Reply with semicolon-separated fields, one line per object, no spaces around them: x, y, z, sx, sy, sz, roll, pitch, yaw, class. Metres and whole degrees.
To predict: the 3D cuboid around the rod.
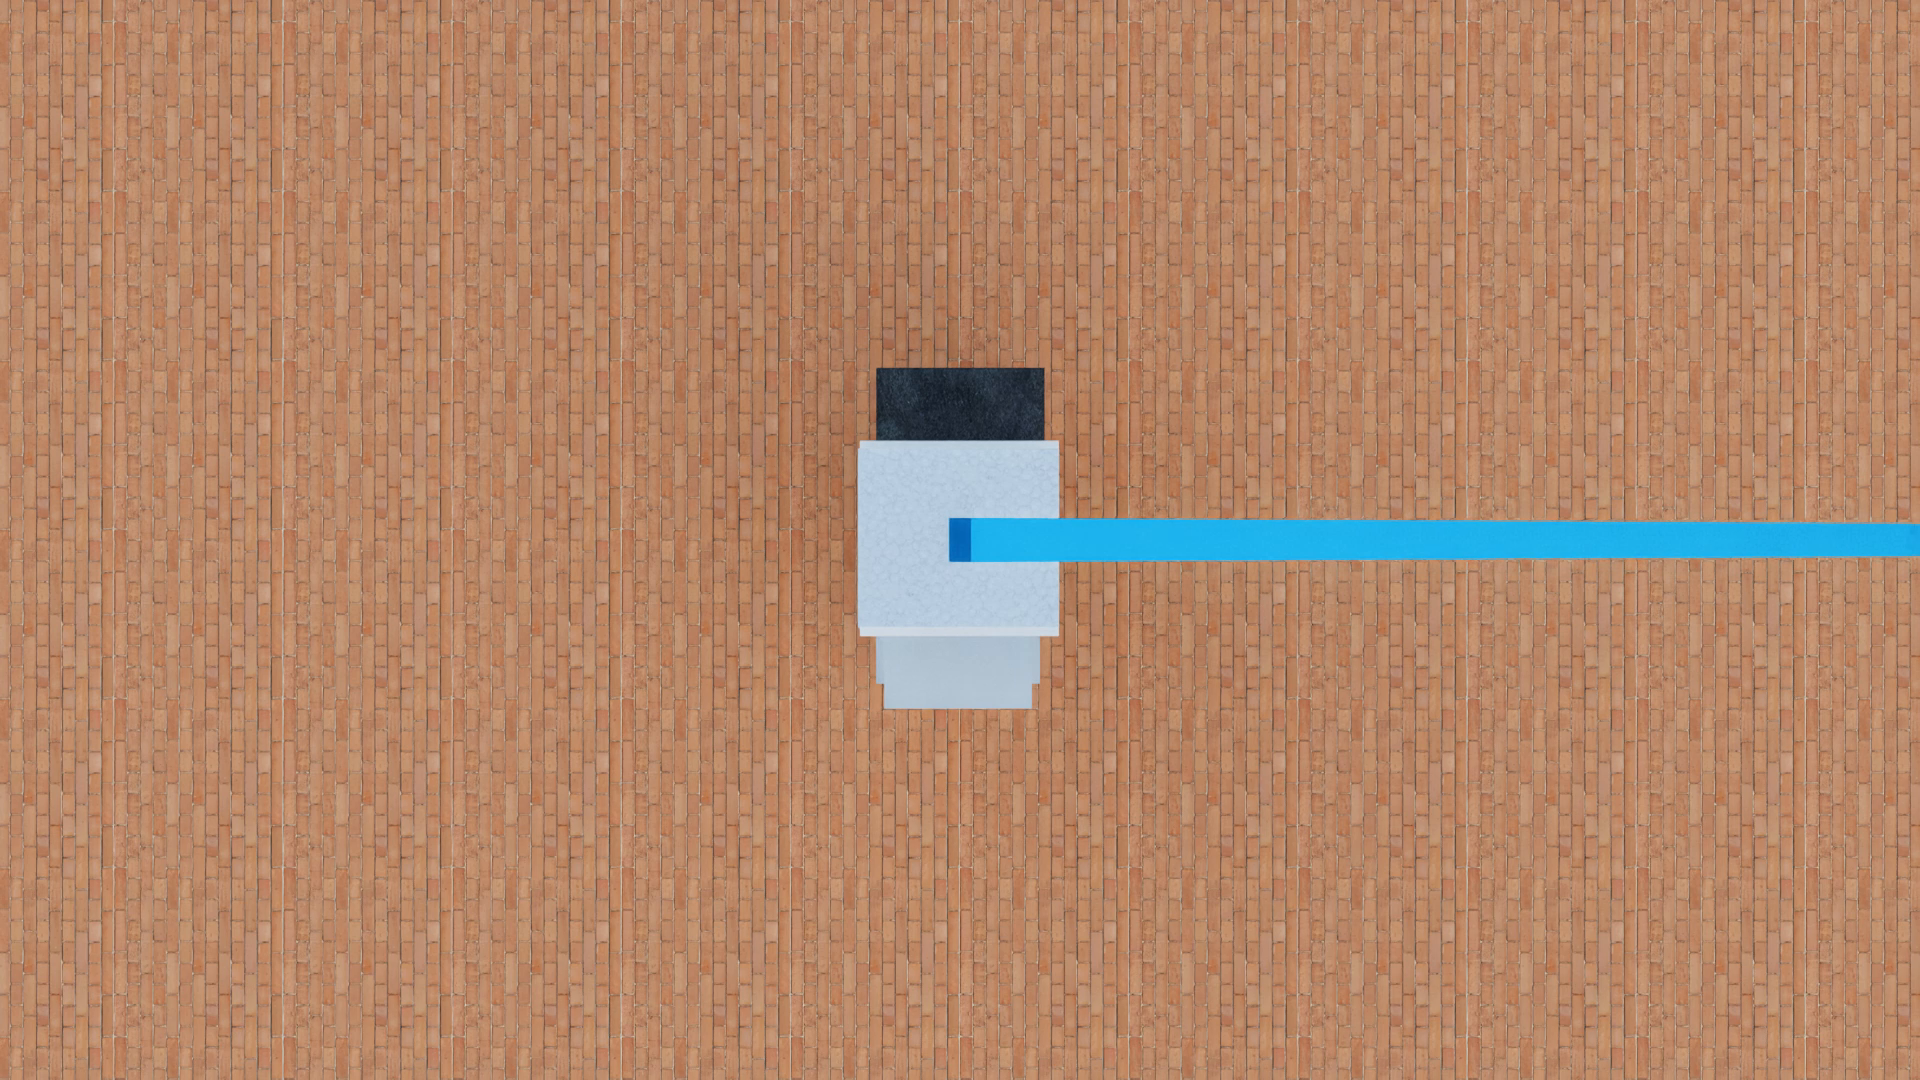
2.234;0.000;5.347;5.200;0.080;0.080;0;90;-31;rod

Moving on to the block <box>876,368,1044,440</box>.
0.003;-0.388;11.729;0.859;1.038;0.980;0;90;0;block

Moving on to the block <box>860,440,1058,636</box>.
-0.002;-0.006;9.010;0.784;0.678;0.770;0;90;0;block

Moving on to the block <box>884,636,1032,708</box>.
-0.009;0.495;11.847;0.766;0.801;0.764;0;90;0;block

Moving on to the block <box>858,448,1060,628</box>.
-0.005;-0.007;8.349;0.734;0.644;0.651;0;90;0;block

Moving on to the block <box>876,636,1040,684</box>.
-0.011;0.384;12.624;0.913;0.753;0.832;0;90;0;block
